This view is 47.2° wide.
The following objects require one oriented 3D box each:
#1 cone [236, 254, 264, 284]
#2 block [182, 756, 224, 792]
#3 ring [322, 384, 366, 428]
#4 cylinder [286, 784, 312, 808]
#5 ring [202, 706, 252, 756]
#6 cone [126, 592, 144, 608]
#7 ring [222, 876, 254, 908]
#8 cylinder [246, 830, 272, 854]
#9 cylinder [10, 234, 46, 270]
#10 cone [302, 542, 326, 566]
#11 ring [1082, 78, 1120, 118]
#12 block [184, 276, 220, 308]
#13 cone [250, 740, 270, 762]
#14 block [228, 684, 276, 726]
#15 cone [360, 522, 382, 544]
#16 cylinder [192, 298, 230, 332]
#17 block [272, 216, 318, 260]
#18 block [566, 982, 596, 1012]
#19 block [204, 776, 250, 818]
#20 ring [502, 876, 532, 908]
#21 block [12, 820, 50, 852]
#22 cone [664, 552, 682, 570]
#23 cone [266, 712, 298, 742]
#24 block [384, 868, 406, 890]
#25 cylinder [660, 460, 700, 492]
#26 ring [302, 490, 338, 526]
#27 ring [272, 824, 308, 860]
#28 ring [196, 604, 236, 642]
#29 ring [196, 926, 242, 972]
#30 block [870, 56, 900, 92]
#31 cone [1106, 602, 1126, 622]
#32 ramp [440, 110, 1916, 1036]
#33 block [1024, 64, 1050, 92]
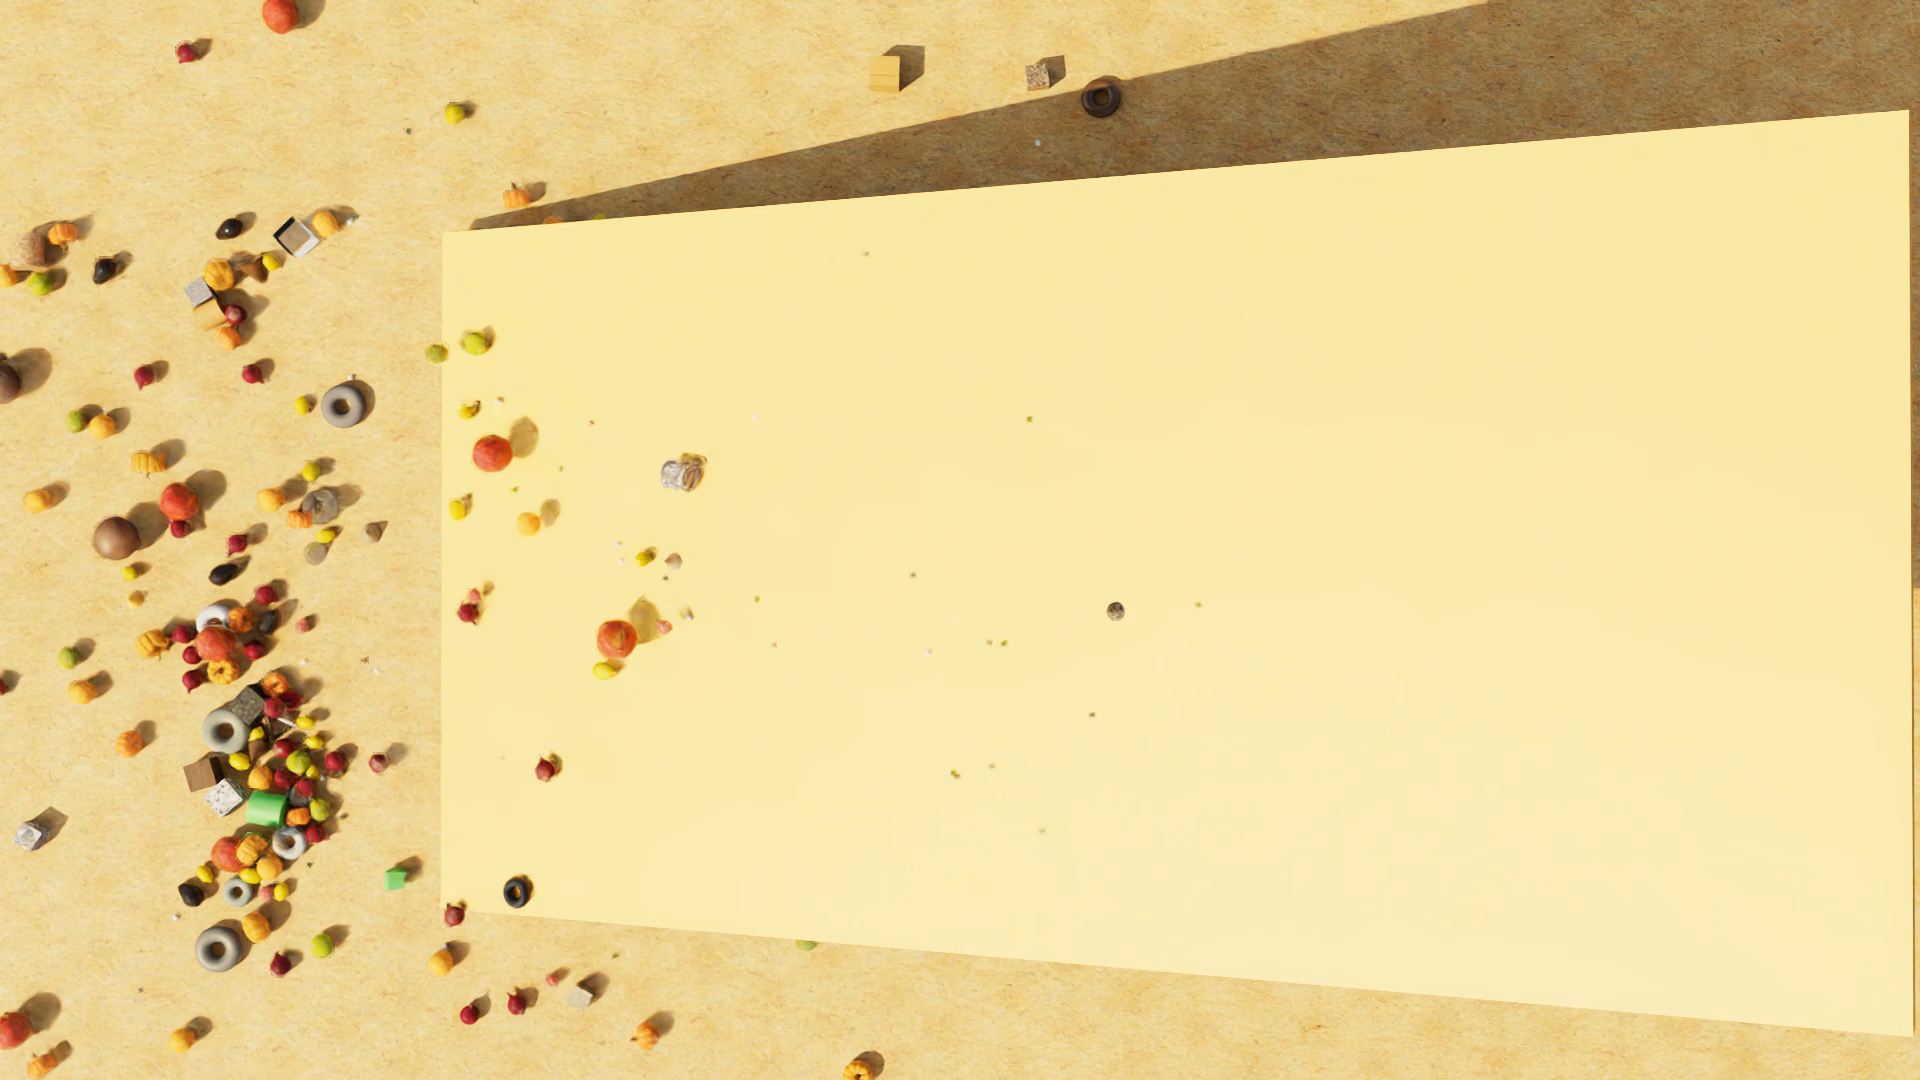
[{"bbox_3d":[-2.111,-0.800,6.594,0.083,0.083,0.083,-25,116,0],"label":"cone"},{"bbox_3d":[-2.253,0.699,6.556,0.081,0.081,0.081,-17,89,0],"label":"block"},{"bbox_3d":[-1.846,-0.400,6.587,0.133,0.044,0.133,0,90,-1],"label":"ring"},{"bbox_3d":[-1.971,0.765,6.566,0.059,0.059,0.059,11,89,0],"label":"cylinder"},{"bbox_3d":[-2.192,0.570,6.574,0.147,0.049,0.147,0,90,-1],"label":"ring"},{"bbox_3d":[-2.477,0.180,6.575,0.054,0.054,0.054,0,89,0],"label":"cone"},{"bbox_3d":[-2.159,1.052,6.577,0.092,0.031,0.092,0,88,1],"label":"ring"},{"bbox_3d":[-2.092,0.904,6.568,0.052,0.052,0.052,37,89,0],"label":"cylinder"},{"bbox_3d":[-2.783,-0.858,6.566,0.095,0.095,0.095,-4,91,0],"label":"cylinder"},{"bbox_3d":[-1.938,0.041,6.568,0.072,0.072,0.072,0,89,0],"label":"cone"},{"bbox_3d":[0.423,-1.326,6.599,0.119,0.040,0.119,0,88,1],"label":"ring"},{"bbox_3d":[-2.269,-0.739,6.579,0.066,0.066,0.066,-29,89,0],"label":"block"},{"bbox_3d":[-2.099,0.639,6.552,0.064,0.064,0.064,5,130,6],"label":"cone"},{"bbox_3d":[-2.110,0.489,6.556,0.085,0.085,0.085,41,90,0],"label":"block"},{"bbox_3d":[-1.767,-0.021,6.572,0.065,0.065,0.065,0,89,0],"label":"cone"},{"bbox_3d":[-2.238,-0.674,6.573,0.077,0.077,0.077,-28,89,0],"label":"cylinder"},{"bbox_3d":[-1.985,-0.903,6.573,0.083,0.083,0.083,-43,90,0],"label":"block"},{"bbox_3d":[-1.131,1.363,6.559,0.059,0.059,0.059,29,89,0],"label":"block"},{"bbox_3d":[-2.184,0.766,6.554,0.083,0.083,0.083,-41,90,0],"label":"block"},{"bbox_3d":[-1.281,1.019,6.360,0.094,0.031,0.094,-1,87,26],"label":"ring"},{"bbox_3d":[-2.772,0.882,6.562,0.065,0.065,0.065,32,89,0],"label":"block"},{"bbox_3d":[-0.811,0.060,6.127,0.053,0.053,0.053,0,89,26],"label":"cone"},{"bbox_3d":[-2.023,0.559,6.578,0.089,0.089,0.089,2,89,-27],"label":"cone"},{"bbox_3d":[-1.684,1.012,6.557,0.051,0.051,0.051,1,93,-25],"label":"block"},{"bbox_3d":[-0.776,-0.177,6.097,0.078,0.078,0.078,11,89,28],"label":"cylinder"},{"bbox_3d":[-1.919,-0.097,6.587,0.109,0.036,0.109,0,90,-1],"label":"ring"},{"bbox_3d":[-2.004,0.902,6.577,0.108,0.036,0.108,0,90,1],"label":"ring"},{"bbox_3d":[-2.226,0.249,6.579,0.116,0.039,0.116,0,96,-3],"label":"ring"},{"bbox_3d":[-2.214,1.222,6.568,0.141,0.047,0.141,0,90,-1],"label":"ring"},{"bbox_3d":[-0.224,-1.394,6.576,0.087,0.087,0.087,2,89,0],"label":"block"},{"bbox_3d":[0.383,0.180,5.538,0.050,0.050,0.050,0,89,26],"label":"cone"},{"bbox_3d":[0.280,0.080,5.674,4.000,0.100,2.000,0,89,26],"label":"ramp"},{"bbox_3d":[0.231,-1.385,6.587,0.064,0.064,0.064,-7,89,0],"label":"block"}]
